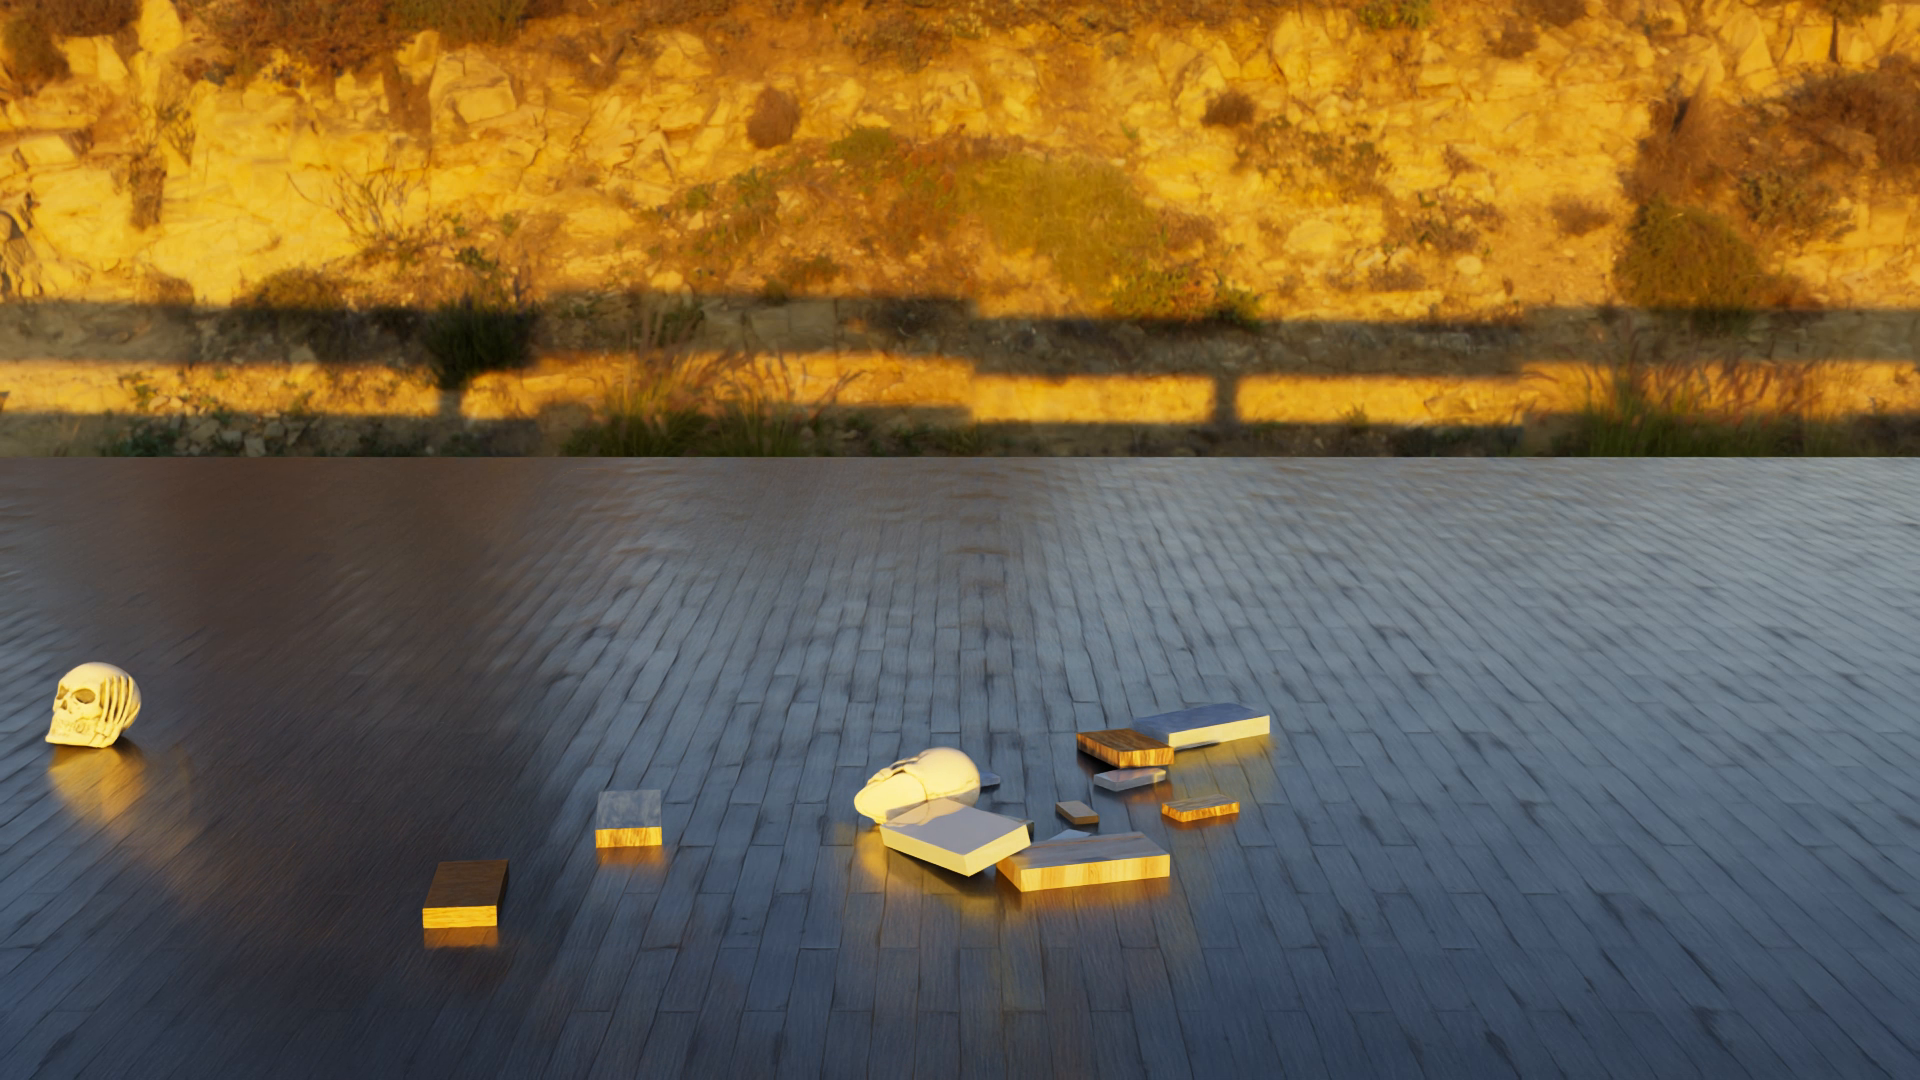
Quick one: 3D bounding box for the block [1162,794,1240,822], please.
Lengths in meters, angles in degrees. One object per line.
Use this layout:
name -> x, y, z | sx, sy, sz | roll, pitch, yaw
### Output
block -> 0.449, 0.500, 4.106 | 0.130, 0.018, 0.065 | -6, 12, -28

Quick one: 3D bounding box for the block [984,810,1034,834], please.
block -> 0.062, 0.518, 4.007 | 0.132, 0.018, 0.065 | 7, 13, 34

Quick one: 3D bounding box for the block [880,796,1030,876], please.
block -> -0.011, 0.515, 3.837 | 0.134, 0.038, 0.267 | -22, 17, -31

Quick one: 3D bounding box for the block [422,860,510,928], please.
block -> -0.812, 0.581, 3.626 | 0.115, 0.033, 0.230 | -1, 11, -7

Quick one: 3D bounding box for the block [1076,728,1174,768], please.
block -> 0.331, 0.420, 4.439 | 0.115, 0.033, 0.230 | -3, 6, -18

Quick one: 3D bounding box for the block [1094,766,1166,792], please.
block -> 0.332, 0.464, 4.297 | 0.130, 0.018, 0.065 | -8, 13, -37

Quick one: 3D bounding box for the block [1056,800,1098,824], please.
block -> 0.217, 0.506, 4.084 | 0.048, 0.014, 0.096 | -4, 11, -19

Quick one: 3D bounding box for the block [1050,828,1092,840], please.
block -> 0.190, 0.538, 3.914 | 0.048, 0.014, 0.096 | 7, 12, 32

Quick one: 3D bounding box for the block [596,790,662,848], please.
block -> -0.605, 0.508, 4.023 | 0.115, 0.033, 0.230 | -1, 11, -8

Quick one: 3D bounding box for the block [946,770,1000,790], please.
block -> 0.025, 0.469, 4.284 | 0.095, 0.013, 0.047 | -6, 12, -31

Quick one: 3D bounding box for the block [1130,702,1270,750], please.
block -> 0.505, 0.392, 4.631 | 0.267, 0.038, 0.134 | -7, 12, -32

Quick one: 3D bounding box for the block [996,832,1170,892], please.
block -> 0.210, 0.551, 3.776 | 0.267, 0.038, 0.134 | -3, 11, -17
